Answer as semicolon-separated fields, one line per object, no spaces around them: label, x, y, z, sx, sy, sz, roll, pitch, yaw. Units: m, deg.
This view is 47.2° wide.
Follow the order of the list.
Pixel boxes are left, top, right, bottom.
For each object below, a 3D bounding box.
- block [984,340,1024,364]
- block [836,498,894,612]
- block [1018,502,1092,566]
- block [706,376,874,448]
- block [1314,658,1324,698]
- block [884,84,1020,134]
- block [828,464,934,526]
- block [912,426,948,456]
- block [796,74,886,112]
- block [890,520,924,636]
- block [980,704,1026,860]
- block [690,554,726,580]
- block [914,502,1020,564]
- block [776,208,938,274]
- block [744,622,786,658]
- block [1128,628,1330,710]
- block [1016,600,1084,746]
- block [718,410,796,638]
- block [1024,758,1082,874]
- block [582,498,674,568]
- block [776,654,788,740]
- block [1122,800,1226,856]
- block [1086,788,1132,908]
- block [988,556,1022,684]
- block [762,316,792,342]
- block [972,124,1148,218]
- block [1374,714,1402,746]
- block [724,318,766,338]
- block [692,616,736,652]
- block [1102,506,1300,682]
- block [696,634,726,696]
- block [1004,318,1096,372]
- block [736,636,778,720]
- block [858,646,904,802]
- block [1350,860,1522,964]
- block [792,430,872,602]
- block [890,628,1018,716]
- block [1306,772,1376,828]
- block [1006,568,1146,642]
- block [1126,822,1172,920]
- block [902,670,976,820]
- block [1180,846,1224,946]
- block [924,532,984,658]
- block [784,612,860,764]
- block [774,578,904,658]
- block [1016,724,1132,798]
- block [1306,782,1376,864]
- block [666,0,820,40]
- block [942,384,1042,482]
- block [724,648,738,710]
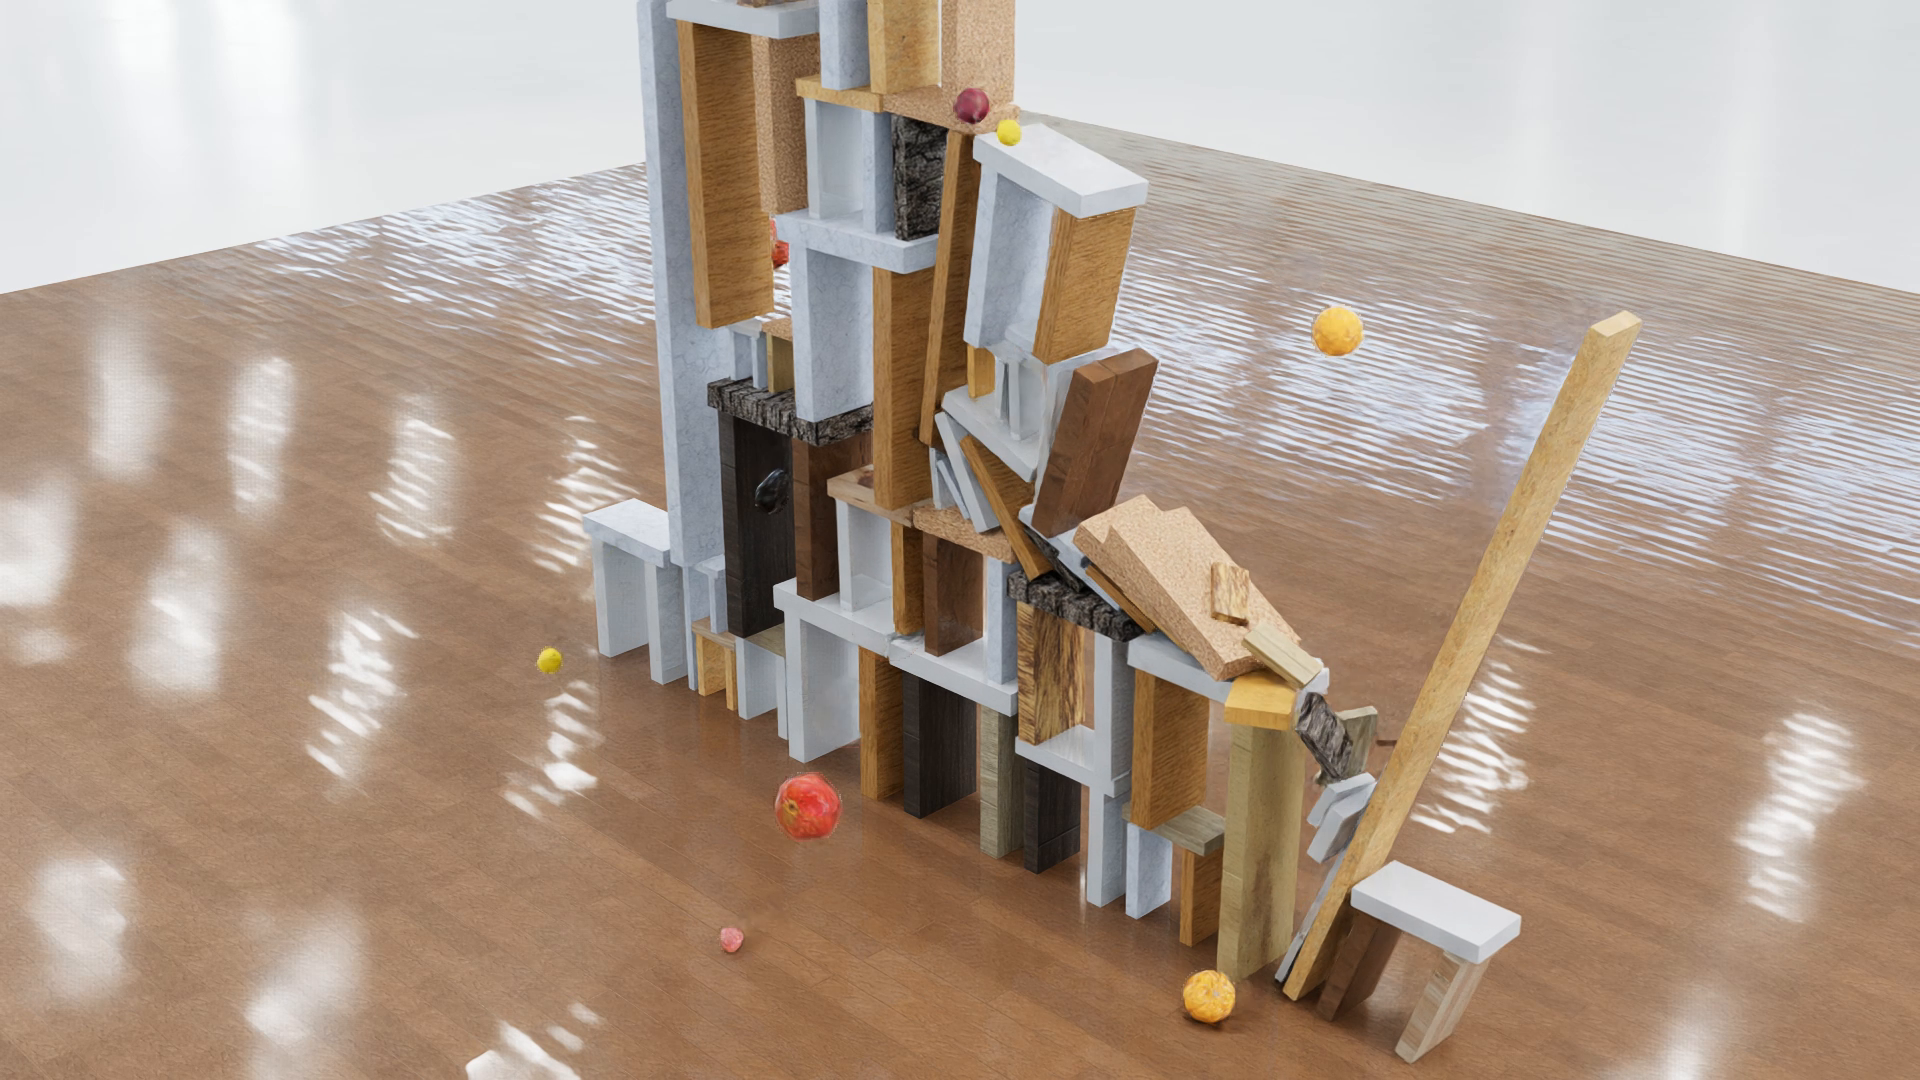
block;0.072;-0.358;3.992;0.055;0.016;0.111;-21;48;-38
block;-0.190;0.015;4.433;0.033;0.236;0.118;19;30;41
block;0.189;-0.017;3.991;0.079;0.022;0.158;-24;52;-40
block;-0.338;-0.276;4.477;0.345;0.049;0.172;21;31;40
block;0.625;0.278;3.871;0.018;0.126;0.063;1;20;1
block;-0.016;-0.769;3.918;0.230;0.033;0.115;24;33;39
block;-0.138;-0.089;4.332;0.236;0.033;0.118;21;31;40
block;-0.026;-0.189;4.168;0.123;0.017;0.062;29;36;36
block;-0.185;-0.830;4.063;0.114;0.032;0.228;-22;31;-40
block;-0.079;0.058;4.332;0.118;0.236;0.033;-21;29;-41
block;0.113;0.445;4.296;0.046;0.325;0.162;21;31;41
block;-0.550;0.049;4.836;0.068;0.019;0.136;-22;31;-41
block;0.048;-0.024;4.167;0.256;0.036;0.128;21;31;40
block;-0.165;-0.578;4.157;0.352;0.050;0.176;21;31;41
block;-0.396;0.201;4.743;0.198;0.028;0.099;21;31;41
block;0.463;0.220;3.809;0.315;0.045;0.157;21;31;40
block;0.172;0.230;4.135;0.040;0.285;0.143;19;29;41
block;-0.420;-0.052;4.659;0.049;0.505;0.172;21;31;40
block;0.180;0.511;4.243;0.035;0.246;0.123;21;31;41
block;-0.707;-0.017;4.989;0.296;0.042;0.148;21;31;41
block;-0.348;0.323;4.745;0.028;0.198;0.099;21;31;40
block;0.401;0.513;4.018;0.097;0.028;0.194;-21;31;-40
block;0.295;0.556;4.136;0.035;0.246;0.123;21;31;41
block;0.110;0.134;4.168;0.036;0.256;0.128;21;31;40
block;-0.333;-0.420;4.410;0.063;0.018;0.125;-21;31;-40
block;0.168;-0.629;3.732;0.145;0.041;0.290;-18;38;-33
block;0.928;0.413;4.766;0.058;0.016;0.116;2;23;5
block;-0.425;-0.435;4.491;0.108;0.015;0.054;20;30;40
block;-0.518;0.204;4.871;0.149;0.021;0.075;21;31;41
block;0.410;0.088;3.748;0.169;0.048;0.337;-14;51;-33
block;-0.553;0.269;4.936;0.021;0.149;0.075;21;31;41
block;0.158;-0.346;3.888;0.077;0.022;0.155;-19;40;-35
block;-0.442;0.287;4.832;0.099;0.198;0.028;-21;30;-40
block;-0.127;0.349;4.505;0.048;0.338;0.169;21;31;41
block;0.786;0.614;3.639;0.247;0.035;0.124;21;31;41
block;-0.256;-0.063;4.479;0.049;0.345;0.172;21;31;41
block;0.034;0.245;4.292;0.325;0.046;0.162;21;31;40
block;0.645;0.439;3.713;0.021;0.074;0.148;39;25;28
block;0.237;0.104;4.012;0.143;0.040;0.285;-21;31;-40
block;0.353;0.600;4.098;0.097;0.194;0.028;-21;30;-40
block;-0.040;0.385;4.437;0.046;0.325;0.162;21;31;41
block;0.445;0.635;4.014;0.028;0.194;0.097;20;30;41
block;-0.012;0.088;4.277;0.036;0.256;0.128;20;30;40
block;-0.286;0.287;4.652;0.048;0.338;0.169;21;31;41
block;-0.207;0.140;4.503;0.338;0.048;0.169;21;31;41
block;0.236;0.405;4.133;0.246;0.035;0.123;21;31;40
block;0.680;0.472;3.751;0.030;0.105;0.210;40;36;28
block;-0.392;-1.014;4.204;0.168;0.048;0.336;-21;31;-40
block;0.088;-0.205;4.040;0.117;0.033;0.234;-25;57;-40
block;-0.483;0.296;4.872;0.021;0.149;0.075;21;31;41
